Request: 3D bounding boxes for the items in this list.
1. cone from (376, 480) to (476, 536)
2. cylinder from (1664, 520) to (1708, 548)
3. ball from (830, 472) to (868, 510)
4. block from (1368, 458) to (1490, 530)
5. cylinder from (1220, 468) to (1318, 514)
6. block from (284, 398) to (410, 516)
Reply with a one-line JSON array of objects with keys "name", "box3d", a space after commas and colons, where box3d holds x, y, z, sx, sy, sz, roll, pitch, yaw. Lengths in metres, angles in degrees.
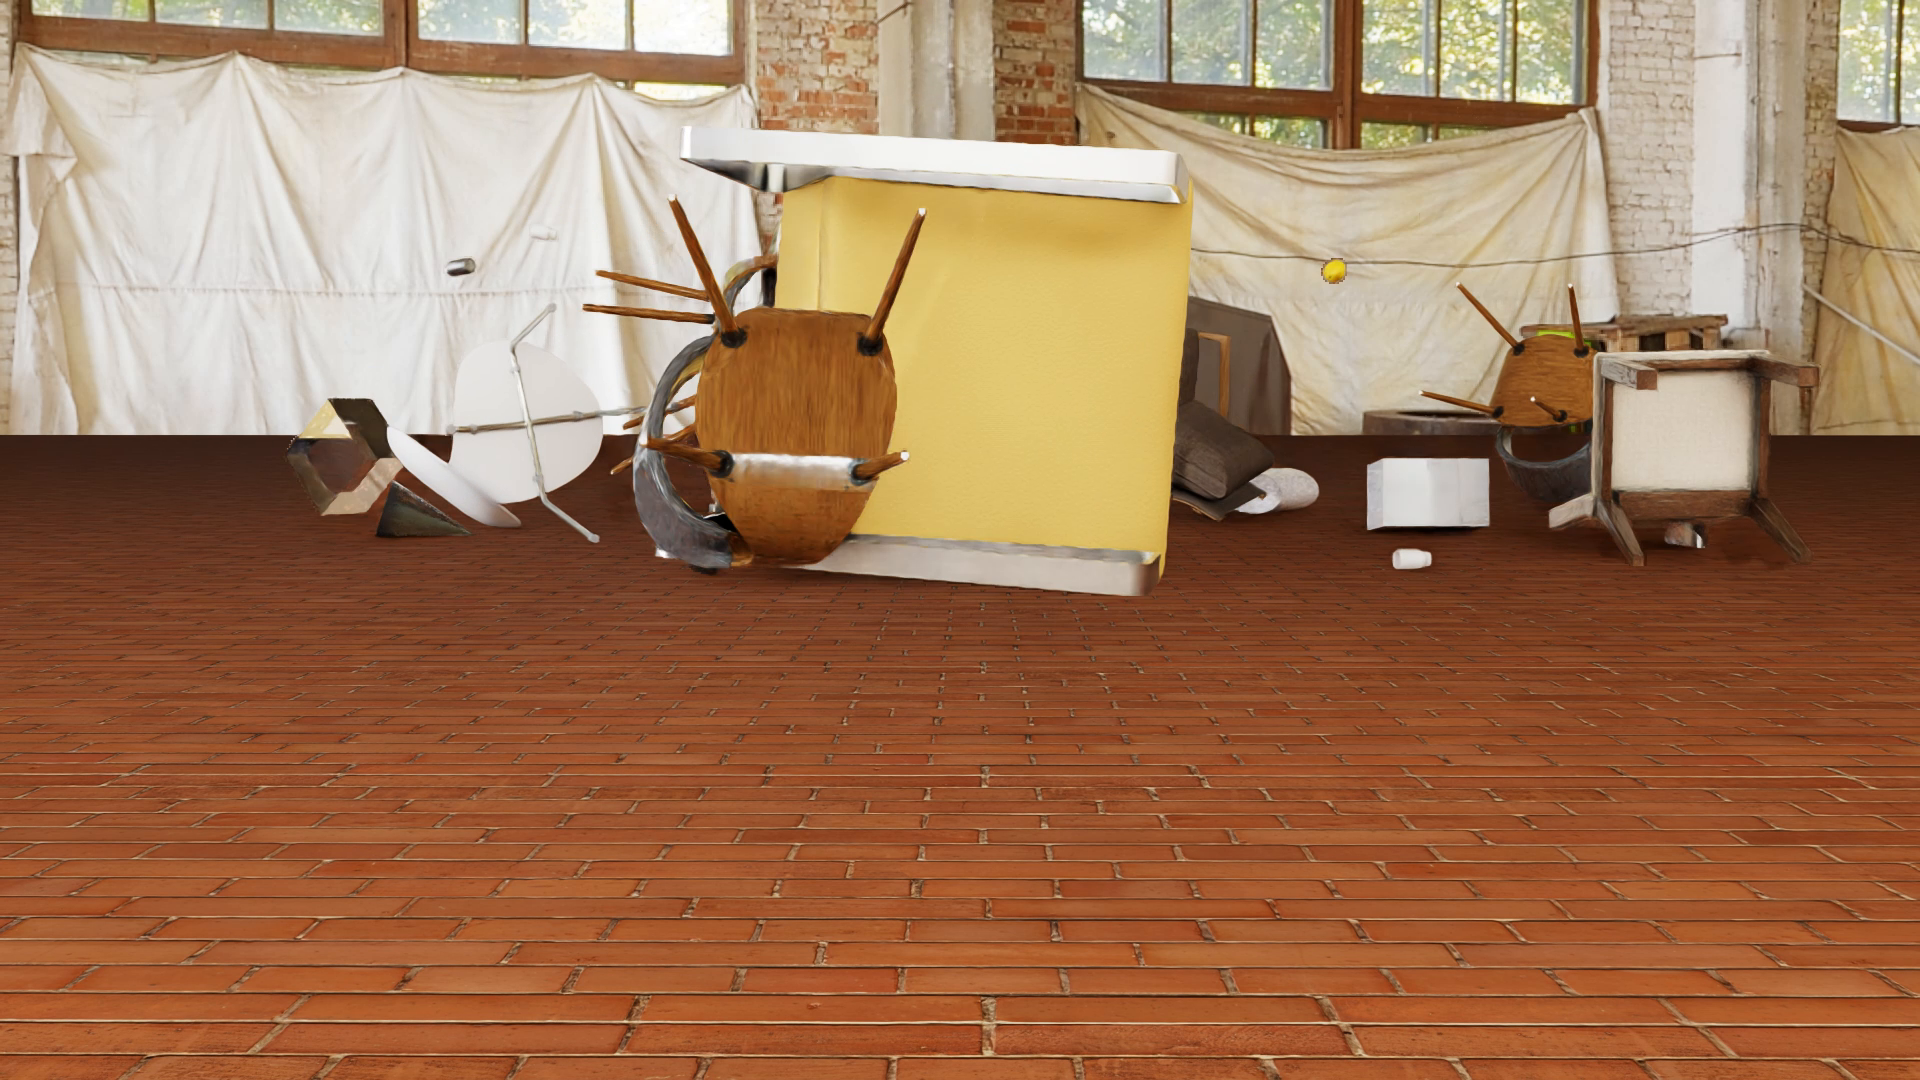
[{"name": "cone", "box3d": [-1.618, -0.056, 6.726, 0.288, 0.180, 0.249, 17, 7, -13]}, {"name": "cylinder", "box3d": [2.048, -0.015, 6.197, 0.111, 0.063, 0.113, 10, 3, 31]}, {"name": "ball", "box3d": [-0.414, -0.183, 8.218, 0.137, 0.137, 0.137, 0, 4, 0]}, {"name": "block", "box3d": [1.453, -0.139, 6.841, 0.323, 0.207, 0.270, 0, -3, 0]}, {"name": "cylinder", "box3d": [1.138, -0.182, 8.072, 0.246, 0.154, 0.331, 8, 7, 32]}, {"name": "block", "box3d": [-2.196, -0.299, 7.880, 0.305, 0.281, 0.205, -45, -20, 26]}]
